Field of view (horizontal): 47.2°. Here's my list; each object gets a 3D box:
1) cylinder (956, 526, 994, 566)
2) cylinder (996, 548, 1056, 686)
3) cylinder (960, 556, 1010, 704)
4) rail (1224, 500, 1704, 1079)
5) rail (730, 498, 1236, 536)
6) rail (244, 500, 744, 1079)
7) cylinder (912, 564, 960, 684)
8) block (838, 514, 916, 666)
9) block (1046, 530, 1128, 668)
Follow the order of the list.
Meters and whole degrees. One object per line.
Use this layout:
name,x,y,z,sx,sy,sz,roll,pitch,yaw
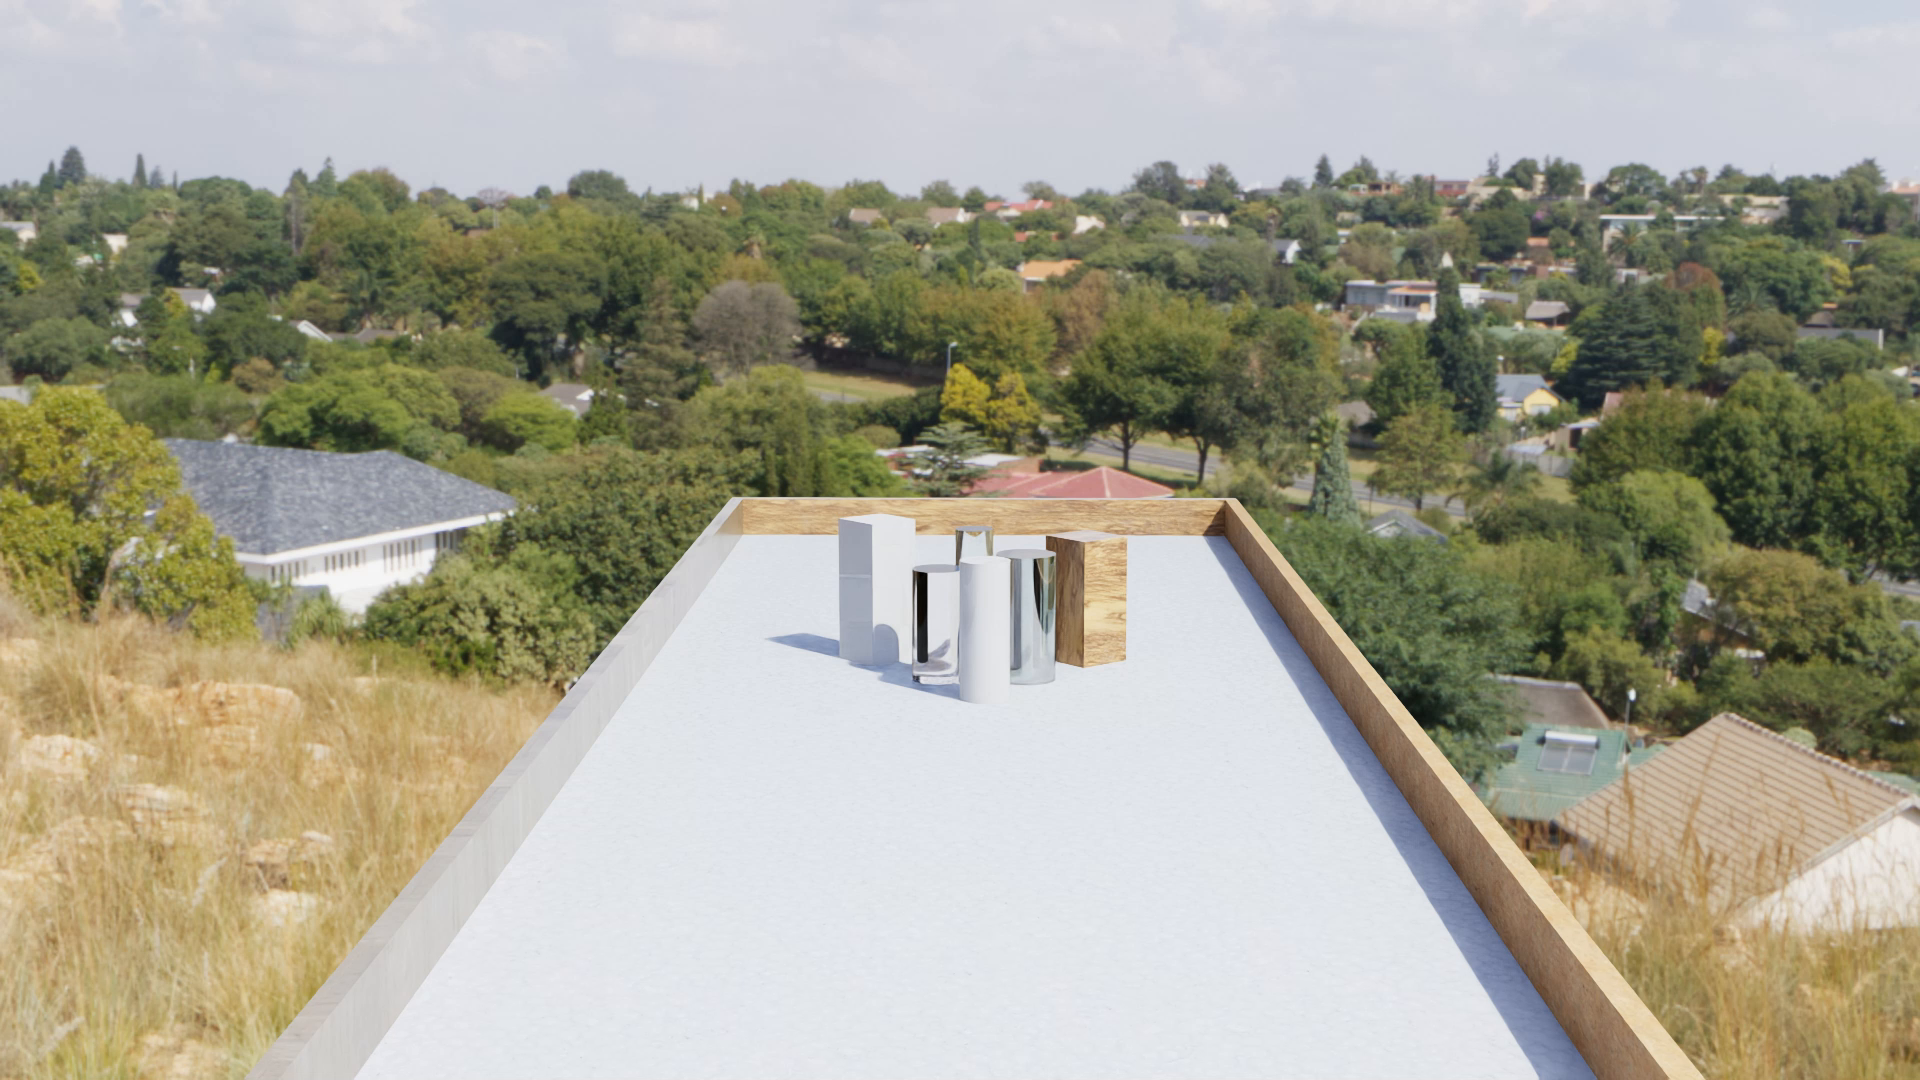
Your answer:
cylinder,0.043,0.164,6.696,0.116,0.401,0.116,0,9,0
cylinder,0.192,0.223,6.412,0.175,0.372,0.175,0,9,0
cylinder,0.069,0.251,6.165,0.143,0.395,0.143,0,9,0
rail,1.046,0.843,3.208,0.050,0.150,12.000,0,9,1
rail,0.099,-0.098,9.147,2.100,0.150,0.050,0,9,1
rail,-1.004,0.839,3.234,0.050,0.150,12.000,0,9,1
cylinder,-0.065,0.245,6.417,0.152,0.328,0.152,0,9,0
block,-0.252,0.149,6.694,0.165,0.431,0.165,-8,12,-40
block,0.383,0.176,6.680,0.174,0.382,0.174,-7,12,-39
